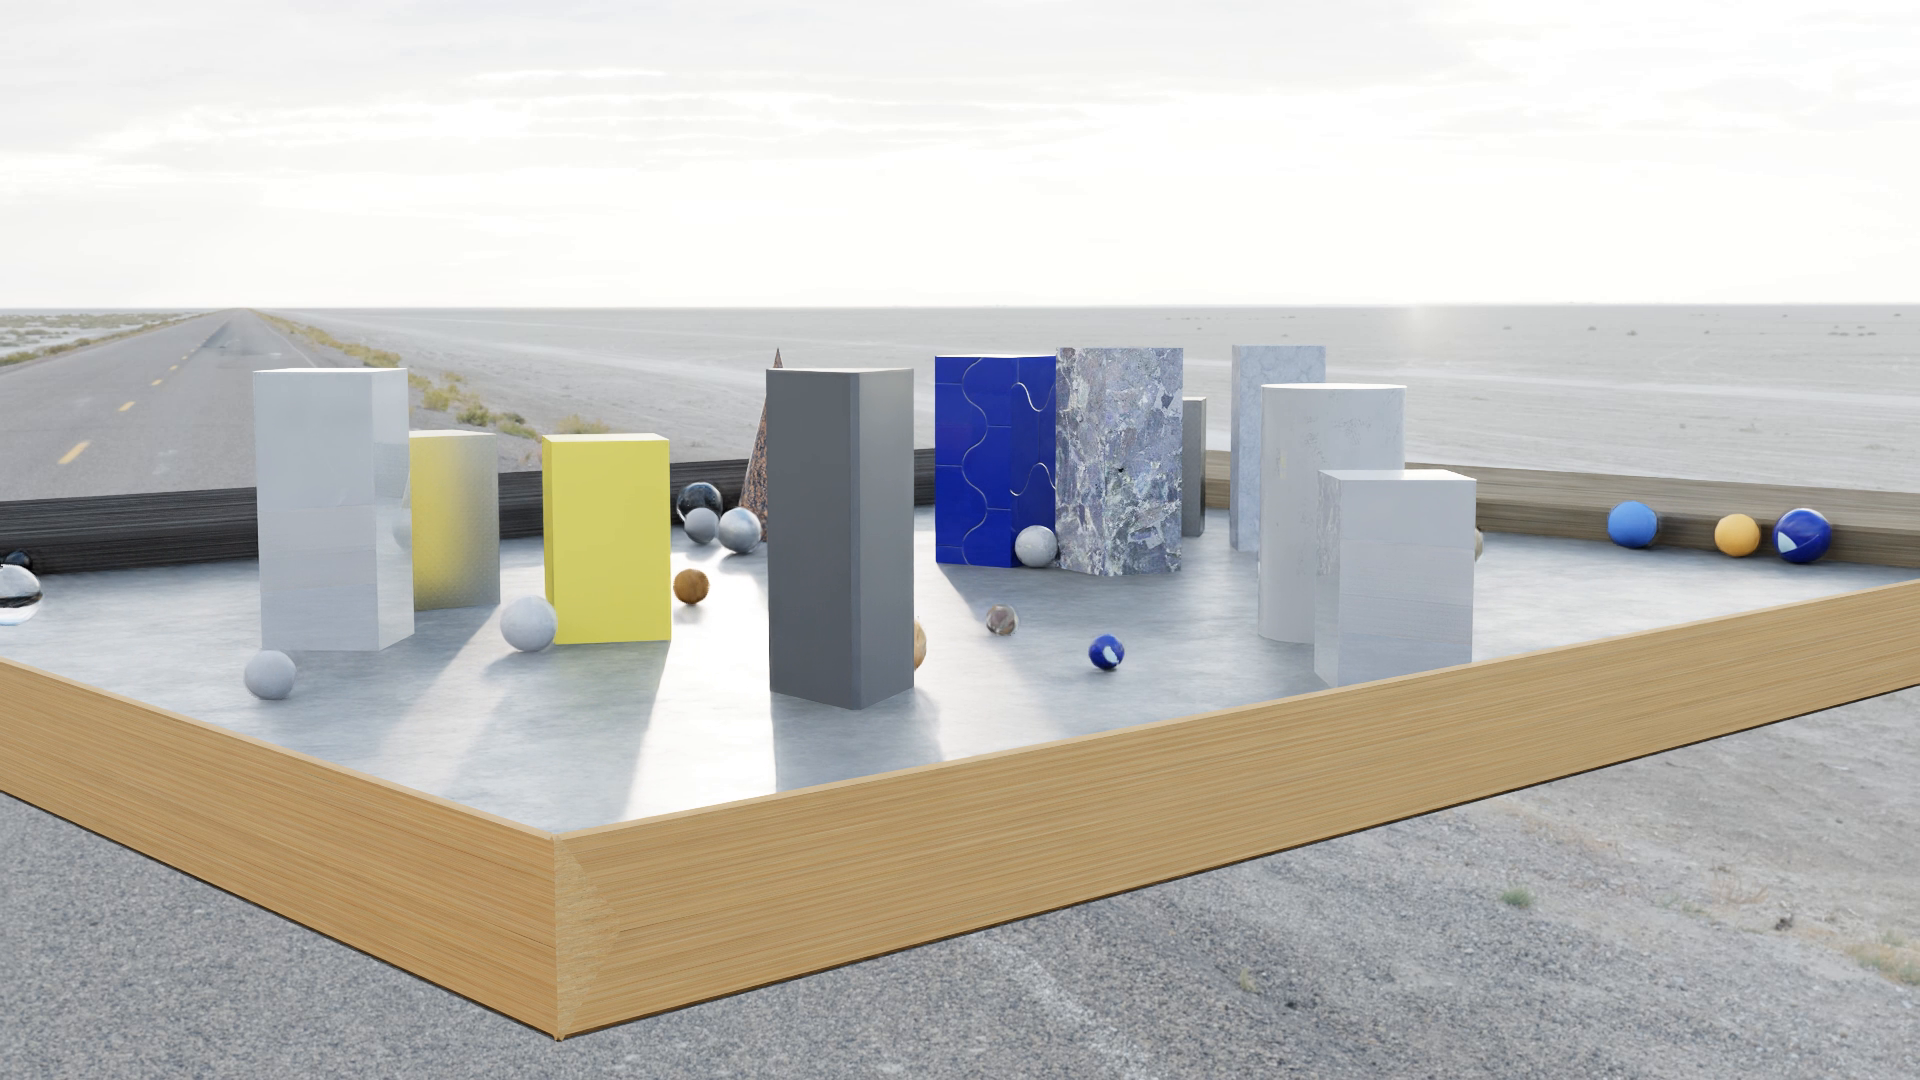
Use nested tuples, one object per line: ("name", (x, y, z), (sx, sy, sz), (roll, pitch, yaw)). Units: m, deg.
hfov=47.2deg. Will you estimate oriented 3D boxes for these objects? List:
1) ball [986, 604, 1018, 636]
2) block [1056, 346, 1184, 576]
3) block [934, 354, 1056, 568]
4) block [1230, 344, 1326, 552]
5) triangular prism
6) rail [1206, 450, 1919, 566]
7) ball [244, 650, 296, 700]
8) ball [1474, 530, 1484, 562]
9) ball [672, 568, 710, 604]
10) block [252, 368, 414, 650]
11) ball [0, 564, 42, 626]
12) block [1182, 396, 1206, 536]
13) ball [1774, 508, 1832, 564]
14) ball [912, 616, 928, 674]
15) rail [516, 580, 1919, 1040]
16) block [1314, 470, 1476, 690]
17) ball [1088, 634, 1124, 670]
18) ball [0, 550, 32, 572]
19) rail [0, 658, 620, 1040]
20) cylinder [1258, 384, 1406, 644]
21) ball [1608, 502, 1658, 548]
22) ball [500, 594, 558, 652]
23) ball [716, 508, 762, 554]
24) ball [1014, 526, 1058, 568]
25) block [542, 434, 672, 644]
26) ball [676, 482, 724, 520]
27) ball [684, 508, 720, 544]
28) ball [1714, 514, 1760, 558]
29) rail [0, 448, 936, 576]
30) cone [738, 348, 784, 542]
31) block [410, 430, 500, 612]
("ball", (0.057, 0.110, 3.004), (0.044, 0.044, 0.044), (0, 6, 0))
("block", (0.271, -0.139, 3.767), (0.156, 0.380, 0.156), (-3, 7, -29))
("block", (0.064, -0.143, 3.887), (0.156, 0.363, 0.156), (4, 7, 32))
("block", (0.594, -0.176, 4.124), (0.156, 0.379, 0.156), (0, 6, 1))
("triangular prism", (-0.113, -0.009, 2.544), (0.146, 0.376, 0.169), (-5, 8, -40))
("rail", (1.116, -0.074, 4.356), (0.045, 0.127, 2.621), (-5, 8, -42))
("ball", (-0.789, 0.154, 2.515), (0.058, 0.058, 0.058), (0, 6, 0))
("ball", (0.867, 0.009, 3.811), (0.077, 0.077, 0.077), (0, 6, 0))
("ball", (-0.407, 0.070, 3.330), (0.056, 0.056, 0.056), (0, 6, 0))
("block", (-0.834, -0.045, 2.940), (0.156, 0.364, 0.156), (0, 6, 3))
("ball", (-1.341, 0.078, 3.101), (0.086, 0.086, 0.086), (0, 6, 0))
("block", (0.408, -0.149, 4.396), (0.156, 0.268, 0.156), (1, 6, 10))
("ball", (1.481, -0.007, 3.863), (0.097, 0.097, 0.097), (0, 6, 0))
("ball", (-0.082, 0.127, 2.648), (0.085, 0.085, 0.085), (0, 6, 0))
("rail", (0.873, 0.132, 2.391), (3.085, 0.127, 0.045), (-5, 8, -42))
("block", (0.516, 0.047, 2.624), (0.156, 0.249, 0.156), (0, 6, -1))
("ball", (0.182, 0.139, 2.726), (0.045, 0.045, 0.045), (0, 6, 0))
("ball", (-1.552, 0.042, 3.615), (0.051, 0.051, 0.051), (0, 6, 0))
("rail", (-1.116, 0.140, 2.307), (0.045, 0.127, 2.621), (-5, 8, -42))
("cylinder", (0.508, -0.040, 3.006), (0.195, 0.341, 0.195), (0, 6, 0))
("ball", (1.258, -0.029, 4.113), (0.088, 0.088, 0.088), (0, 6, 0))
("ball", (-0.563, 0.108, 2.873), (0.075, 0.075, 0.075), (0, 6, 0))
("ball", (-0.404, -0.017, 4.032), (0.082, 0.082, 0.082), (0, 6, 0))
("ball", (0.132, 0.012, 3.796), (0.075, 0.075, 0.075), (0, 6, 0))
("block", (-0.485, -0.005, 3.016), (0.156, 0.271, 0.156), (-2, 6, -15))
("ball", (-0.531, -0.072, 4.496), (0.095, 0.095, 0.095), (0, 6, 0))
("ball", (-0.492, -0.027, 4.196), (0.068, 0.068, 0.068), (0, 6, 0))
("ball", (1.401, -0.008, 3.967), (0.078, 0.078, 0.078), (0, 6, 0))
("rail", (-0.873, -0.066, 4.273), (3.085, 0.127, 0.045), (-5, 8, -42))
("cone", (-0.354, -0.193, 4.304), (0.195, 0.374, 0.195), (0, 6, 0))
("block", (-0.806, -0.033, 3.337), (0.156, 0.258, 0.156), (-5, 8, -37))
